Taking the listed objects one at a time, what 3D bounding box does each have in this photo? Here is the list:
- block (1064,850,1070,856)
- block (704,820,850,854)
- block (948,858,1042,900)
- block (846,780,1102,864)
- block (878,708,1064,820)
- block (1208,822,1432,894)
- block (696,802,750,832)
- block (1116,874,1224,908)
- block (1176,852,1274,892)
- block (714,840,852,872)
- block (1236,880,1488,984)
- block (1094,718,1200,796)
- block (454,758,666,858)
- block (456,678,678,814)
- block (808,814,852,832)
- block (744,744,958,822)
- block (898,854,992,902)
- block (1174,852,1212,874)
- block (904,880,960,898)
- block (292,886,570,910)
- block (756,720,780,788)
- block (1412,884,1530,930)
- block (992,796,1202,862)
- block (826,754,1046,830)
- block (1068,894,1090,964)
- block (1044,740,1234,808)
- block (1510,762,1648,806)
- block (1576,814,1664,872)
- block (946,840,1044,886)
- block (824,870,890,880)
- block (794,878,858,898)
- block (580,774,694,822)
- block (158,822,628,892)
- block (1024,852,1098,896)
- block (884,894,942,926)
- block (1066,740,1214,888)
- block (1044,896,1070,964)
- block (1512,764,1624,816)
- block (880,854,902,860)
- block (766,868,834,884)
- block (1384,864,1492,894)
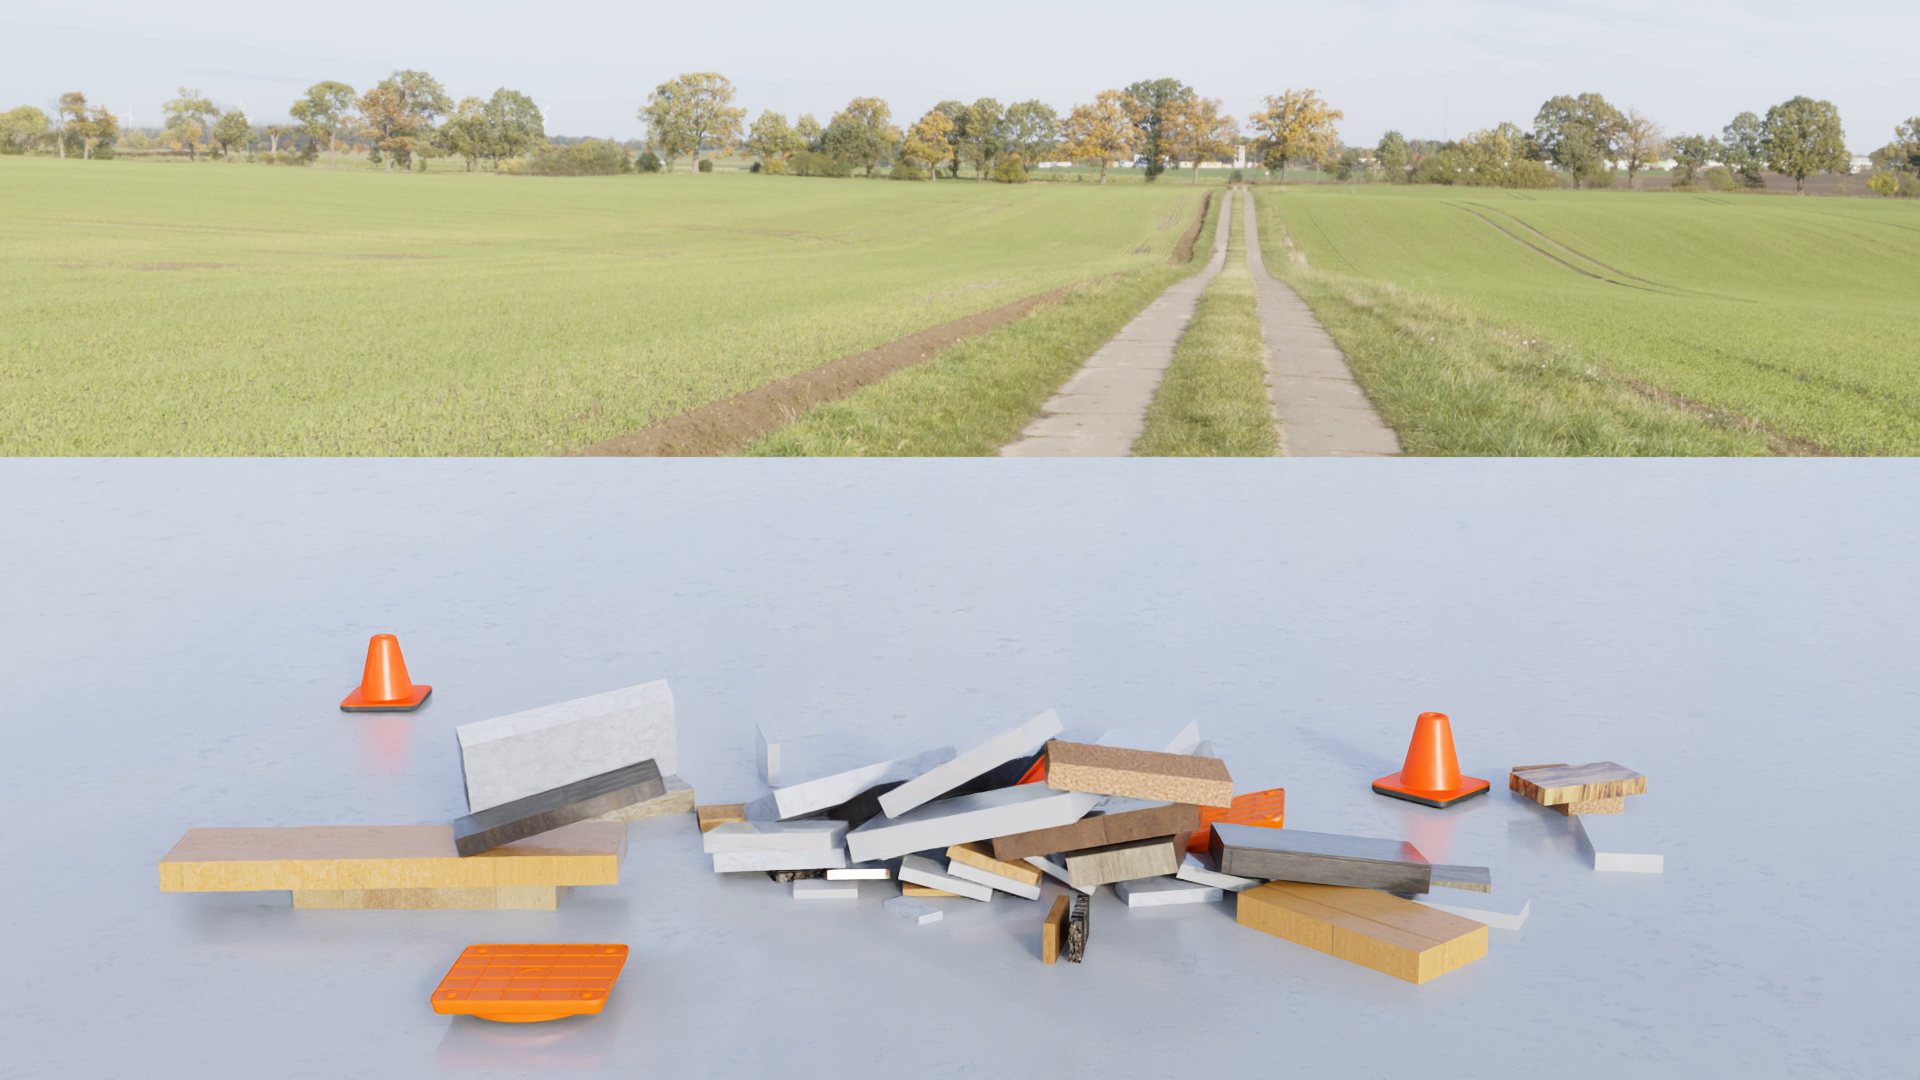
[{"bbox_3d":[0.223,0.554,3.803,0.081,0.023,0.161,0,11,0],"label":"block"},{"bbox_3d":[-0.314,0.508,3.766,0.225,0.032,0.113,-3,3,13],"label":"block"},{"bbox_3d":[0.059,0.557,3.666,0.155,0.022,0.077,17,9,2],"label":"block"},{"bbox_3d":[0.025,0.460,3.654,0.394,0.048,0.169,-13,3,20],"label":"block"},{"bbox_3d":[0.018,0.375,3.693,0.296,0.042,0.148,-29,-4,24],"label":"block"},{"bbox_3d":[0.589,0.523,3.626,0.338,0.048,0.169,6,5,-1],"label":"block"},{"bbox_3d":[-0.395,0.508,4.042,0.172,0.024,0.086,-2,11,-11],"label":"block"},{"bbox_3d":[0.348,0.580,3.658,0.161,0.023,0.081,-2,11,-12],"label":"block"},{"bbox_3d":[0.451,0.560,3.663,0.173,0.024,0.086,12,8,9],"label":"block"},{"bbox_3d":[-0.300,0.539,3.773,0.225,0.032,0.113,-3,3,6],"label":"block"},{"bbox_3d":[0.629,0.604,3.458,0.176,0.050,0.353,-9,14,-42],"label":"block"},{"bbox_3d":[0.324,0.410,4.134,0.176,0.050,0.353,-10,5,20],"label":"block"},{"bbox_3d":[-0.663,0.442,3.639,0.345,0.032,0.112,-16,14,-11],"label":"block"},{"bbox_3d":[-0.656,0.355,3.697,0.355,0.177,0.050,-12,41,-18],"label":"block"},{"bbox_3d":[-0.201,0.510,4.033,0.086,0.024,0.172,-8,13,-37],"label":"block"},{"bbox_3d":[-0.194,0.448,3.958,0.355,0.050,0.177,-12,-10,-26],"label":"block"},{"bbox_3d":[-0.022,0.561,3.659,0.155,0.022,0.077,14,10,1],"label":"block"},{"bbox_3d":[0.368,0.561,3.763,0.161,0.023,0.081,-1,11,-7],"label":"block"},{"bbox_3d":[-0.047,0.582,3.675,0.095,0.014,0.048,0,10,-1],"label":"block"},{"bbox_3d":[-0.874,0.568,3.668,0.430,0.044,0.156,0,11,1],"label":"block"},{"bbox_3d":[-0.380,0.421,4.342,0.024,0.086,0.172,-2,11,-13],"label":"block"},{"bbox_3d":[0.828,0.596,3.571,0.173,0.024,0.086,5,12,25],"label":"block"},{"bbox_3d":[0.230,0.468,3.659,0.337,0.048,0.169,-10,3,8],"label":"block"},{"bbox_3d":[-0.012,0.456,4.001,0.481,0.042,0.148,-5,-20,-44],"label":"block"},{"bbox_3d":[0.186,0.604,3.420,0.018,0.064,0.129,2,11,9],"label":"block"},{"bbox_3d":[0.289,0.381,3.599,0.296,0.042,0.148,6,9,-1],"label":"block"},{"bbox_3d":[1.160,0.456,4.129,0.225,0.032,0.113,-4,11,-20],"label":"block"},{"bbox_3d":[1.162,0.534,3.885,0.113,0.032,0.225,1,11,7],"label":"block"},{"bbox_3d":[0.061,0.533,3.672,0.155,0.022,0.077,18,9,10],"label":"block"},{"bbox_3d":[-0.175,0.564,3.710,0.105,0.015,0.053,1,-9,-11],"label":"block"},{"bbox_3d":[-0.224,0.582,3.670,0.105,0.015,0.053,0,11,-3],"label":"block"},{"bbox_3d":[-0.671,0.486,4.108,0.312,0.044,0.156,-5,12,-27],"label":"block"},{"bbox_3d":[-0.928,0.524,3.647,0.732,0.050,0.177,-1,11,-3],"label":"block"},{"bbox_3d":[0.172,0.549,3.678,0.129,0.018,0.064,28,11,9],"label":"block"},{"bbox_3d":[-0.076,0.601,3.573,0.048,0.014,0.095,-8,13,-37],"label":"block"},{"bbox_3d":[0.335,0.477,3.928,0.176,0.050,0.768,-11,5,12],"label":"block"},{"bbox_3d":[0.150,0.604,3.416,0.018,0.064,0.129,2,11,13],"label":"block"},{"bbox_3d":[1.157,0.476,4.196,0.113,0.032,0.225,-2,11,-13],"label":"block"},{"bbox_3d":[-0.118,0.523,3.727,0.048,0.014,0.095,-14,3,-12],"label":"block"},{"bbox_3d":[-0.273,0.565,3.761,0.105,0.015,0.053,-4,11,-22],"label":"block"},{"bbox_3d":[0.803,0.571,3.702,0.173,0.024,0.086,2,11,11],"label":"block"}]
